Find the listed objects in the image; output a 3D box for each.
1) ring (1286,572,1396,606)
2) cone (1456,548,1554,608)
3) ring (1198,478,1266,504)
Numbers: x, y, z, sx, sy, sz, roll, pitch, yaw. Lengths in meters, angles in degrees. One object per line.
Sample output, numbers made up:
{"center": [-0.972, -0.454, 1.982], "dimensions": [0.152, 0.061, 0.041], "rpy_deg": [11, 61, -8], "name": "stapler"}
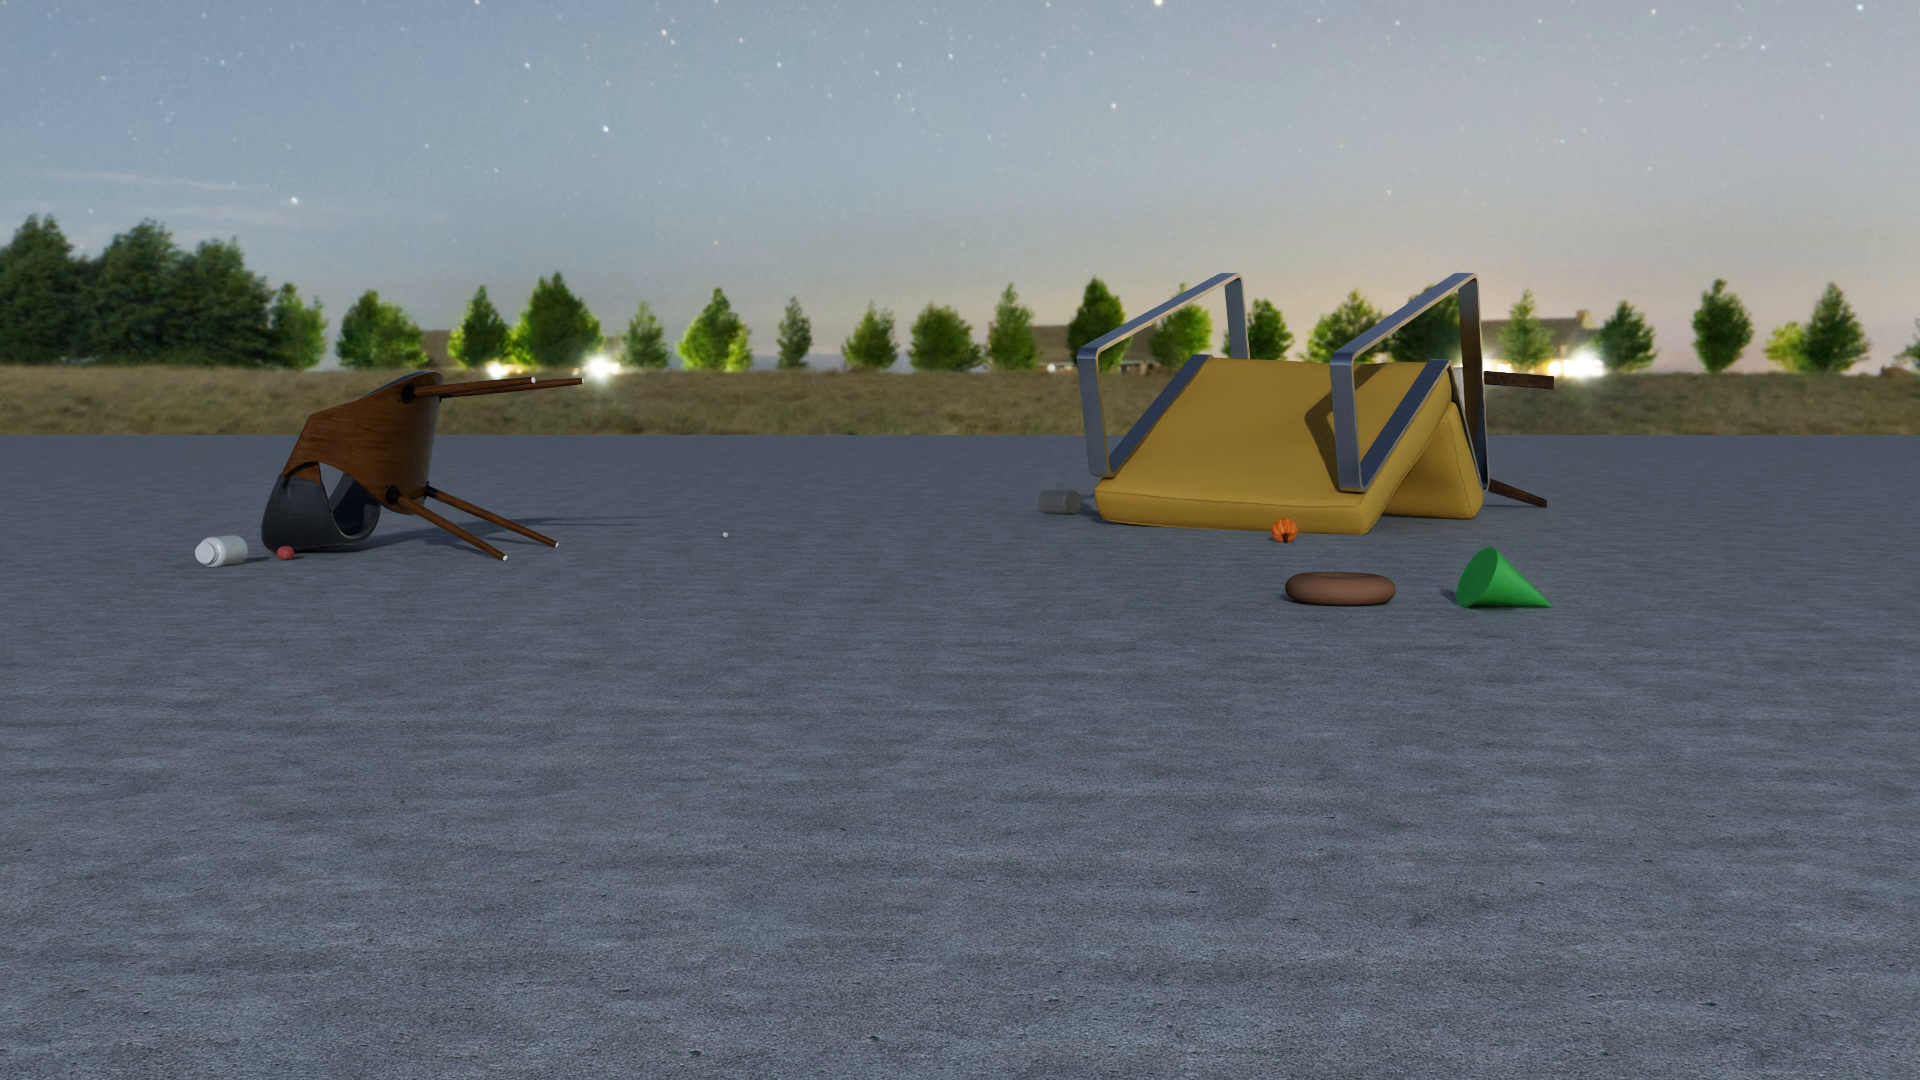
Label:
{"center": [0.800, 0.102, 4.629], "dimensions": [0.230, 0.060, 0.222], "rpy_deg": [1, 3, 9], "name": "ring"}
{"center": [1.142, 0.107, 4.524], "dimensions": [0.174, 0.131, 0.197], "rpy_deg": [21, -11, -5], "name": "cone"}
{"center": [1.062, -0.191, 8.603], "dimensions": [0.268, 0.101, 0.213], "rpy_deg": [0, 5, -11], "name": "ring"}
